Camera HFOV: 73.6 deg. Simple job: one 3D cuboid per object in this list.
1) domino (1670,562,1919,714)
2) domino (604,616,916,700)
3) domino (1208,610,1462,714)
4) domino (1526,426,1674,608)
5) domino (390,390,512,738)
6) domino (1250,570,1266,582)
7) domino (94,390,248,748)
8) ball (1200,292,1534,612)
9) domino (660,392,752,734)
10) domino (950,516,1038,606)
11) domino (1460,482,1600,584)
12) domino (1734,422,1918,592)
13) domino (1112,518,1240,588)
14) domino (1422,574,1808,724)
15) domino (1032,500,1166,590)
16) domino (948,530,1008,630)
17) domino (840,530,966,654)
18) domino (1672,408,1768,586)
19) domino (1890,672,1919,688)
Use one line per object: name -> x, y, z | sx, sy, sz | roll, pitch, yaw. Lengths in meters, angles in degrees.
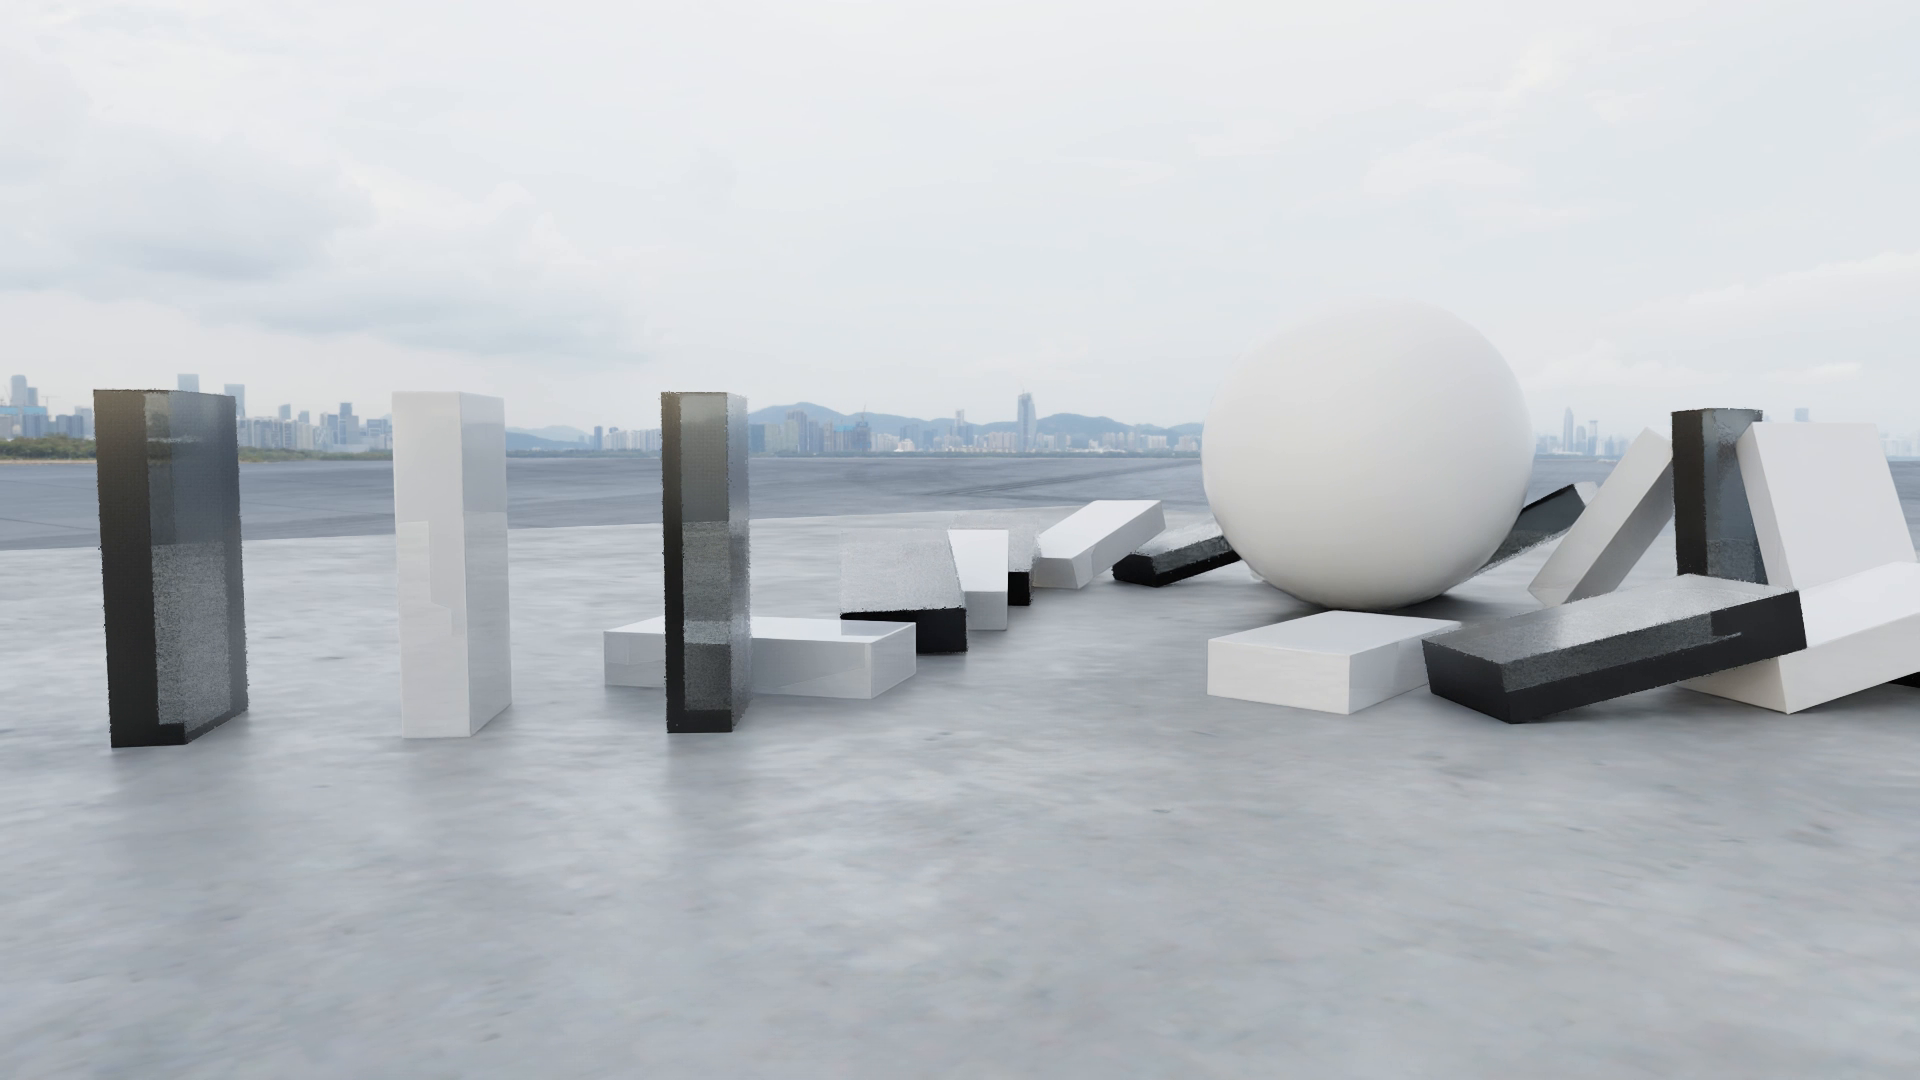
domino -> 0.151, 0.016, 0.218 | 0.050, 0.010, 0.025 | -15, 7, -10
domino -> -0.036, 0.020, 0.232 | 0.050, 0.010, 0.025 | 1, 4, 16
domino -> 0.068, 0.021, 0.228 | 0.025, 0.009, 0.050 | 4, 6, 40
domino -> 0.166, -0.005, 0.320 | 0.025, 0.050, 0.009 | -3, 39, -38
domino -> -0.077, 0.003, 0.196 | 0.009, 0.050, 0.025 | 0, 4, -6
domino -> 0.112, 0.004, 0.373 | 0.050, 0.009, 0.025 | -11, -6, 28
domino -> -0.117, 0.003, 0.191 | 0.009, 0.050, 0.025 | -1, 4, -11
ball -> 0.101, -0.022, 0.324 | 0.080, 0.080, 0.080 | 0, 4, 0
domino -> -0.039, 0.003, 0.200 | 0.010, 0.050, 0.025 | 0, 4, -3
domino -> 0.008, 0.005, 0.361 | 0.025, 0.009, 0.050 | 0, 18, 6
domino -> 0.146, 0.000, 0.346 | 0.050, 0.009, 0.025 | -33, -16, 35
domino -> 0.187, -0.002, 0.275 | 0.025, 0.050, 0.009 | 1, -28, 8
domino -> 0.075, 0.002, 0.400 | 0.050, 0.010, 0.025 | -16, 10, -22
domino -> 0.105, 0.017, 0.209 | 0.050, 0.009, 0.025 | -13, 6, -6
domino -> 0.039, 0.001, 0.394 | 0.025, 0.009, 0.050 | 2, 22, 41
domino -> -0.001, 0.009, 0.316 | 0.025, 0.009, 0.050 | 0, 17, 2
domino -> -0.013, 0.010, 0.280 | 0.025, 0.010, 0.050 | -2, 19, -4
domino -> 0.177, -0.005, 0.299 | 0.025, 0.050, 0.010 | -3, 1, -37
domino -> 0.188, 0.020, 0.239 | 0.050, 0.009, 0.025 | -2, 5, -21
